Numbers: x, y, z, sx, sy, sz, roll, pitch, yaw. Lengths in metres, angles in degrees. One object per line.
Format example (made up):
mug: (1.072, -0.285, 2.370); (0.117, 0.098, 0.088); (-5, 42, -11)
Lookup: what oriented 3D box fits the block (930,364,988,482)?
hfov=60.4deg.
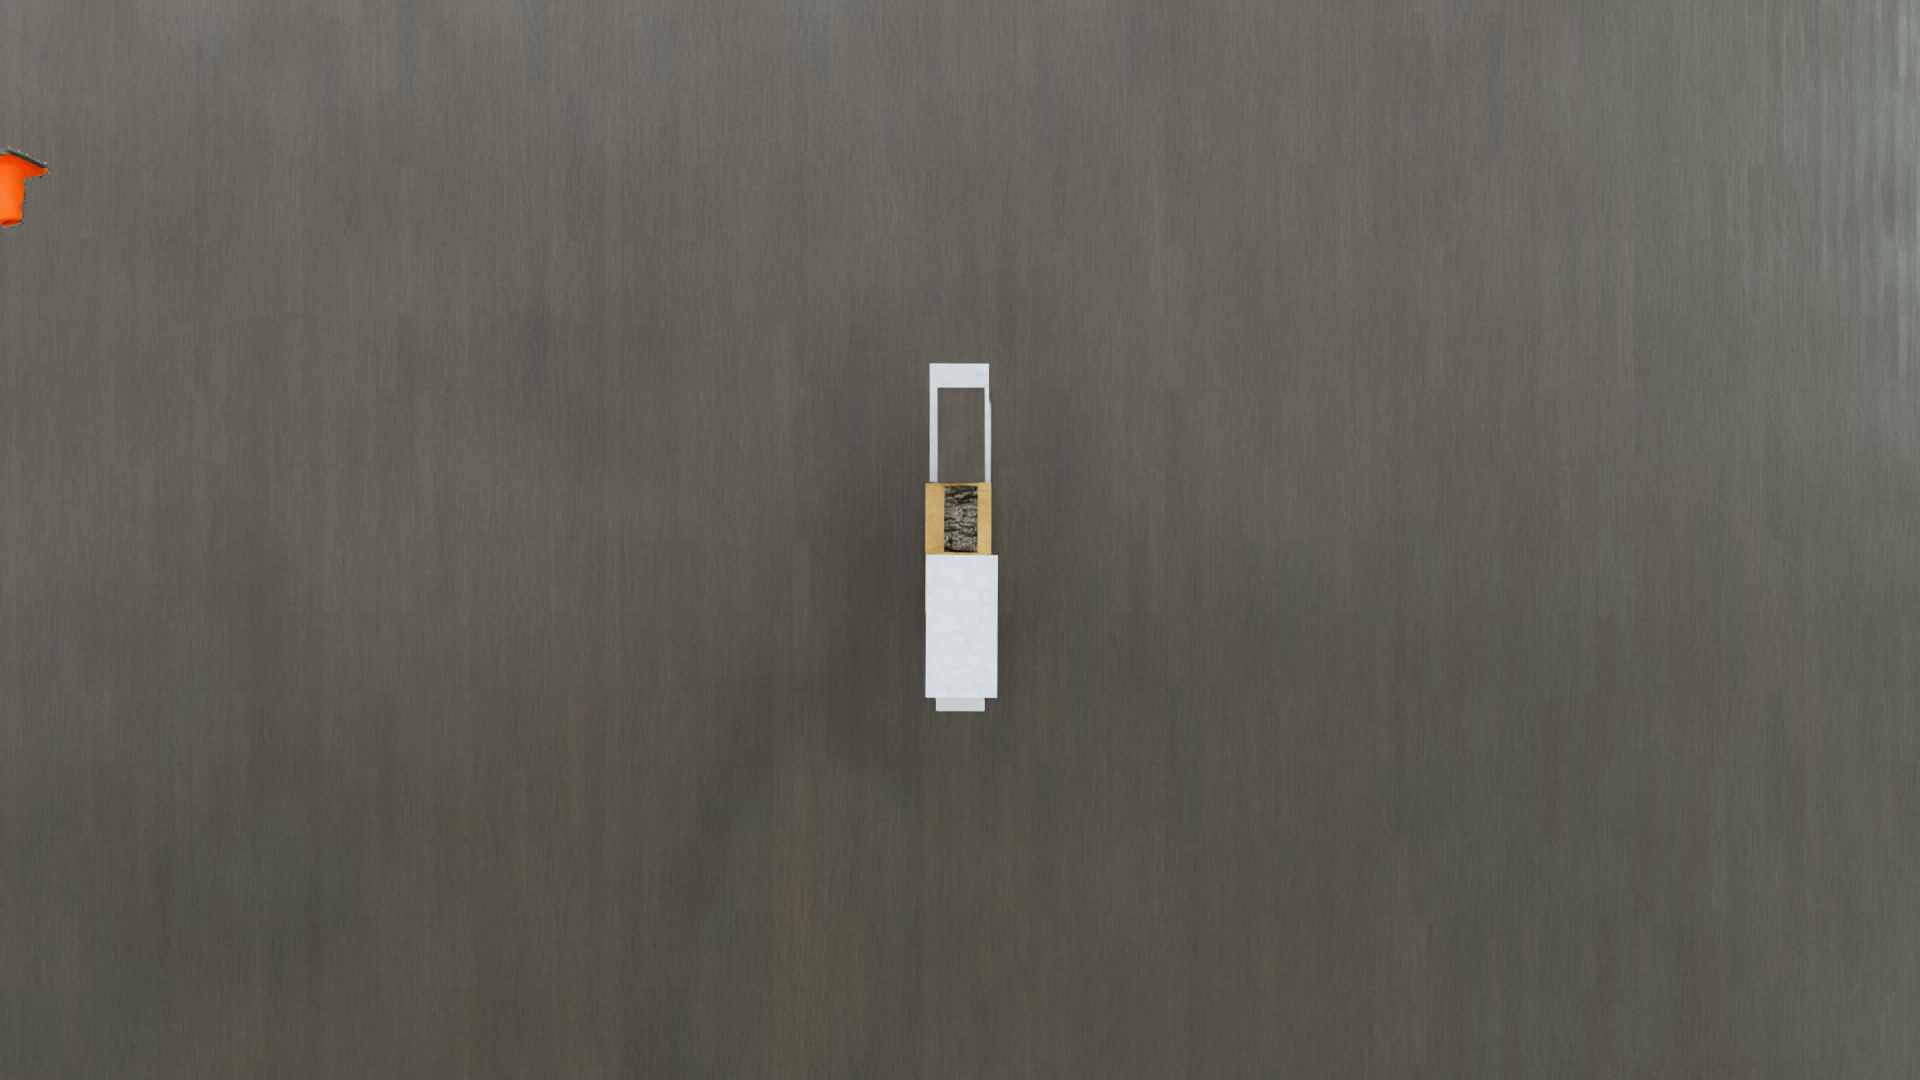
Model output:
block: (-0.002, -0.303, 4.277); (0.152, 0.043, 0.304); (0, 90, 0)

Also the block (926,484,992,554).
block: (-0.004, 0.023, 4.243); (0.168, 0.048, 0.337); (0, 90, 0)

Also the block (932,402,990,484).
block: (0.004, -0.220, 4.626); (0.163, 0.046, 0.326); (0, 90, 0)

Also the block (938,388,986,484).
block: (0.003, -0.254, 4.009); (0.115, 0.033, 0.230); (0, 90, 0)

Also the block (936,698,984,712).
block: (0.001, 0.325, 4.393); (0.129, 0.036, 0.257); (0, 90, 0)

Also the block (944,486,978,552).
block: (0.003, -0.051, 4.043); (0.082, 0.023, 0.164); (0, 90, 0)

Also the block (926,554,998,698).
block: (0.004, 0.201, 3.863); (0.166, 0.047, 0.332); (0, 90, 0)
